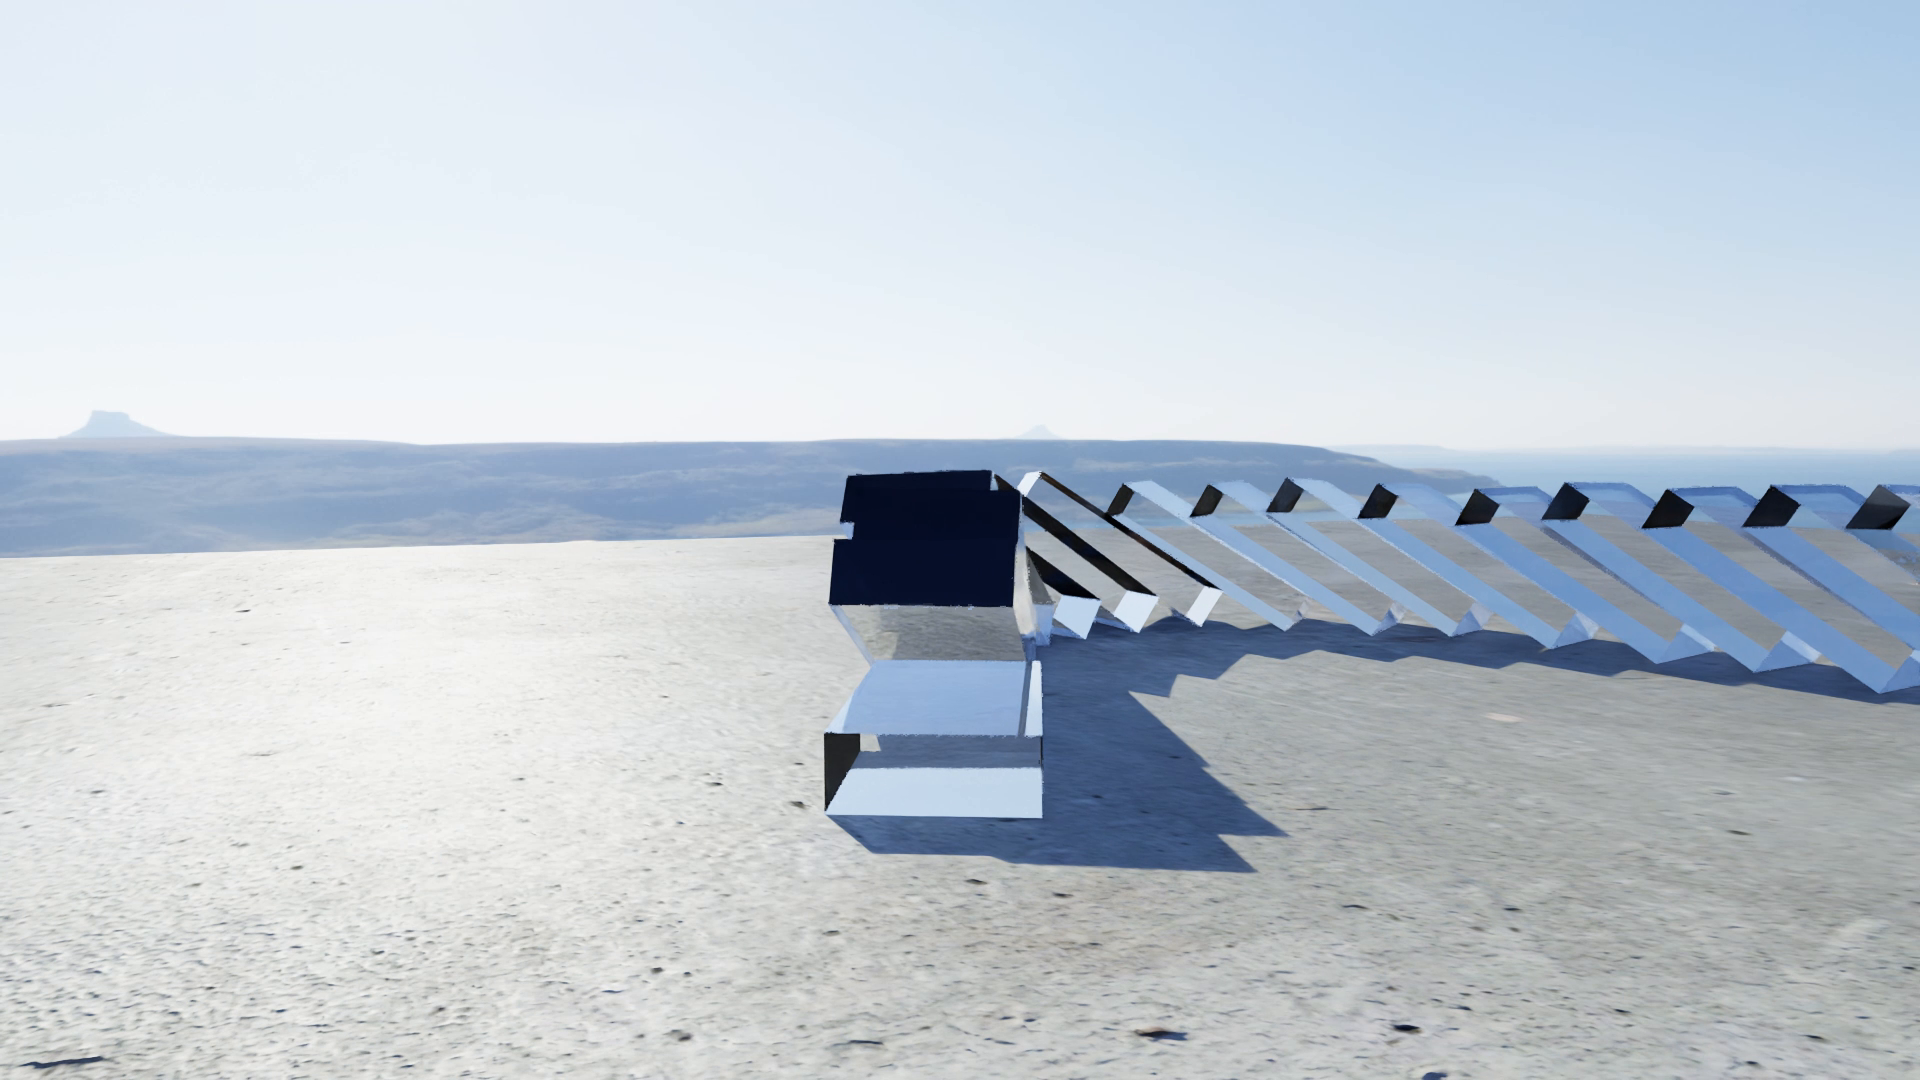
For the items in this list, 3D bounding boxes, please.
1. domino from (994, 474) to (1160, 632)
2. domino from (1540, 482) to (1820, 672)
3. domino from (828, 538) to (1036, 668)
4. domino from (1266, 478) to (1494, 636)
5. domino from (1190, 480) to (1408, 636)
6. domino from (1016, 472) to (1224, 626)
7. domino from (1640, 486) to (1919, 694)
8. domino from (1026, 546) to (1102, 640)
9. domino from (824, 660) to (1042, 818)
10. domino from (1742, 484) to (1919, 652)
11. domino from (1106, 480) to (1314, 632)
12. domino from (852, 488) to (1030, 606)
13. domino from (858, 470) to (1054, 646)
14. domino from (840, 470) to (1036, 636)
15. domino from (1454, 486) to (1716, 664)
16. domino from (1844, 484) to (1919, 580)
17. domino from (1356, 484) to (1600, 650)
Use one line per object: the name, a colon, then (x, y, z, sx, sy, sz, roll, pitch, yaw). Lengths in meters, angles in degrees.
domino: (0.019, 0.003, 0.292, 0.050, 0.009, 0.025, 36, -10, -22)
domino: (0.145, 0.006, 0.256, 0.025, 0.009, 0.050, -1, 35, -35)
domino: (-0.002, 0.013, 0.196, 0.025, 0.009, 0.050, 0, -20, 7)
domino: (0.098, 0.003, 0.296, 0.050, 0.009, 0.025, 39, 23, 30)
domino: (0.081, 0.003, 0.303, 0.050, 0.009, 0.025, 36, 21, 25)
domino: (0.036, 0.002, 0.303, 0.050, 0.010, 0.025, 33, -1, -5)
domino: (0.158, 0.008, 0.240, 0.025, 0.009, 0.050, -3, 36, -31)
domino: (0.005, 0.005, 0.276, 0.050, 0.010, 0.025, 35, -18, -34)
domino: (-0.002, 0.025, 0.171, 0.025, 0.009, 0.050, 0, 4, 3)
domino: (0.168, 0.008, 0.225, 0.025, 0.010, 0.050, -1, 36, -29)
domino: (0.061, 0.003, 0.310, 0.050, 0.010, 0.025, 34, 16, 19)
domino: (-0.001, 0.009, 0.215, 0.025, 0.010, 0.050, 1, -29, 6)
domino: (0.000, 0.005, 0.250, 0.025, 0.010, 0.050, -1, -32, 20)
domino: (-0.002, 0.006, 0.233, 0.025, 0.009, 0.050, -2, -32, 12)
domino: (0.133, 0.006, 0.270, 0.025, 0.010, 0.050, -3, 35, -38)
domino: (0.177, 0.009, 0.210, 0.025, 0.009, 0.050, 0, 36, -27)
domino: (0.116, 0.004, 0.284, 0.025, 0.010, 0.050, -3, 35, -46)
